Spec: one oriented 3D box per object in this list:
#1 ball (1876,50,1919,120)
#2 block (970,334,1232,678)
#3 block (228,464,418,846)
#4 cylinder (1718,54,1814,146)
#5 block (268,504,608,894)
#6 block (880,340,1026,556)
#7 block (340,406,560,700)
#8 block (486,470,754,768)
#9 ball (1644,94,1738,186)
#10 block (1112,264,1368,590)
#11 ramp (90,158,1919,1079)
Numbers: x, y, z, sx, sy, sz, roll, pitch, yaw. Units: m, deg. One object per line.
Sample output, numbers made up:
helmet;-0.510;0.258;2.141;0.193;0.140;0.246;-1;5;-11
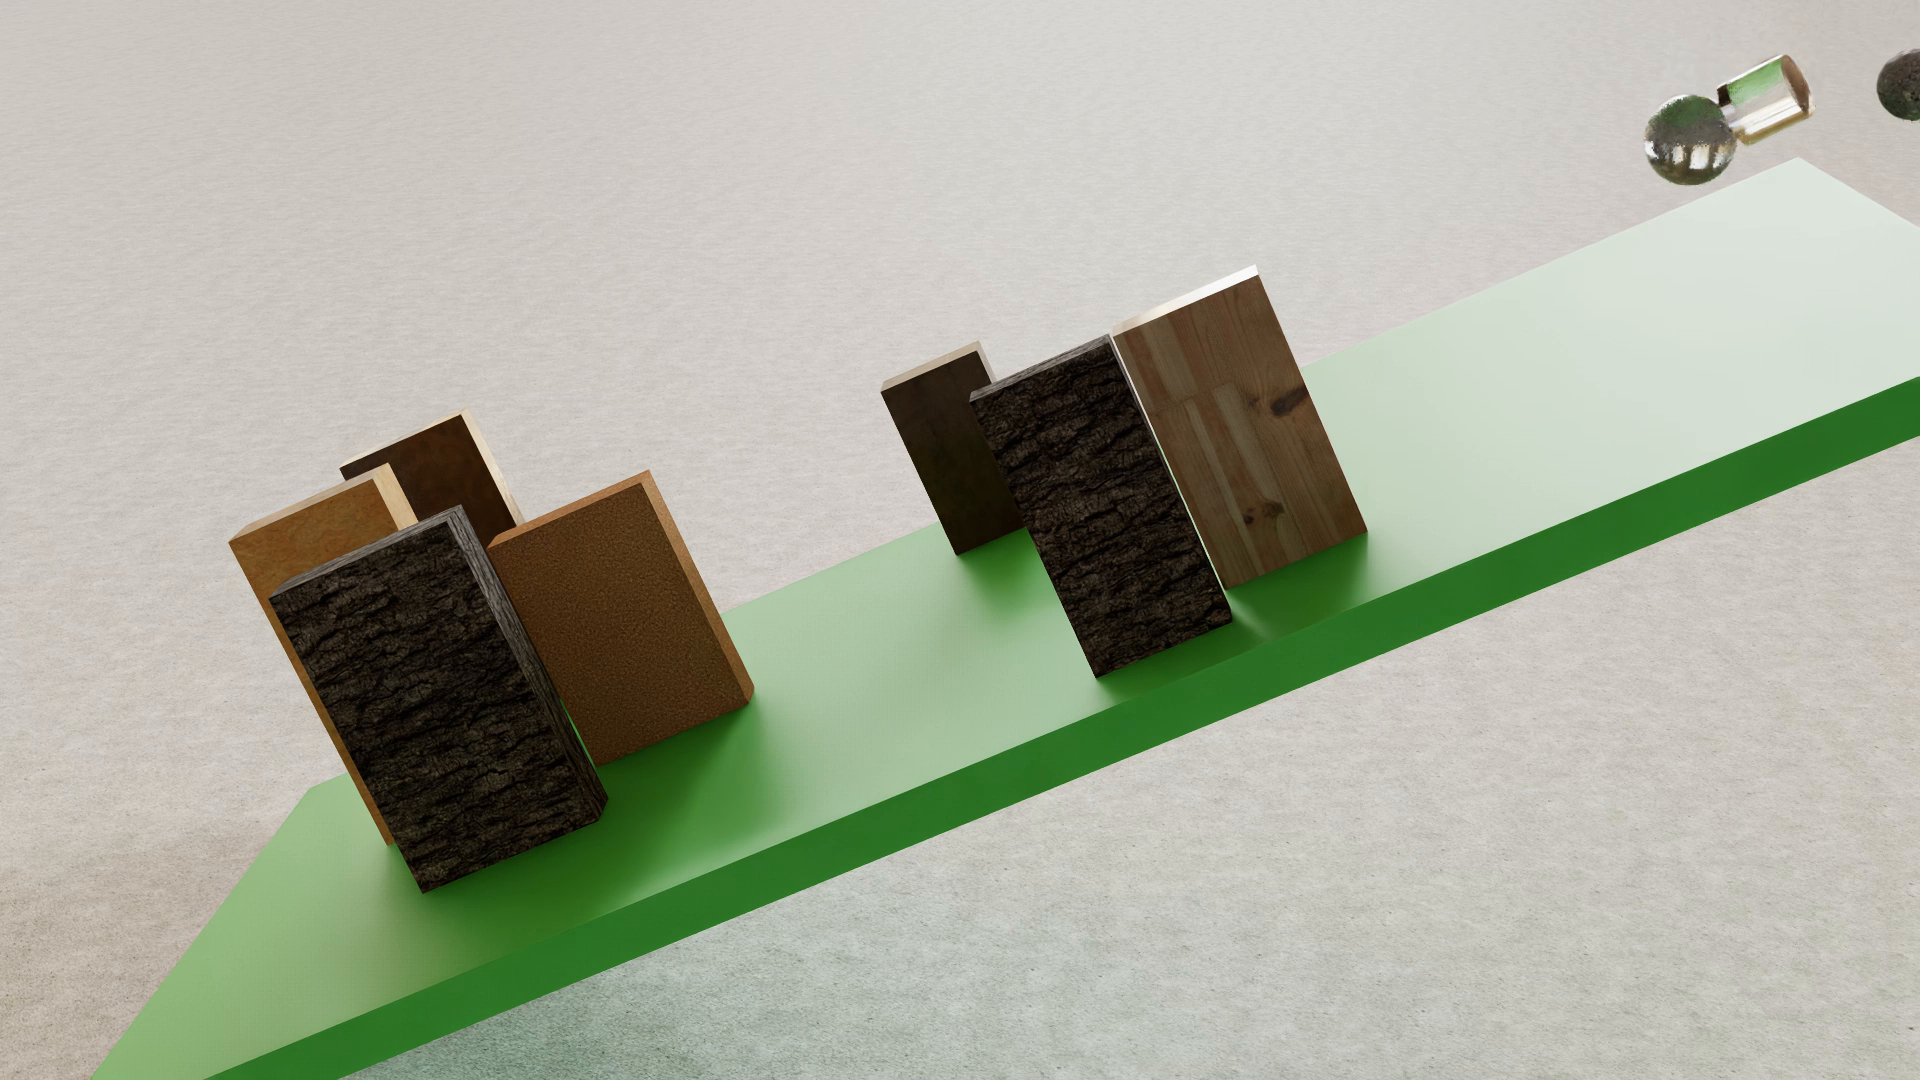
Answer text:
ball;1.874;-0.894;5.780;0.139;0.139;0.139;0;15;0
block;0.263;-0.061;5.438;0.277;0.575;0.086;-23;13;8
block;-1.279;0.258;6.574;0.360;0.772;0.146;-23;13;8
cylinder;1.573;-0.858;5.740;0.134;0.134;0.134;-25;-1;34
block;-1.070;0.330;6.066;0.408;0.696;0.136;-23;13;8
block;0.017;-0.214;6.846;0.244;0.426;0.118;-23;13;8
block;-1.197;0.079;7.213;0.334;0.741;0.084;-23;13;8
block;-0.738;0.173;6.430;0.373;0.543;0.116;-23;13;8
ball;1.453;-0.796;5.850;0.182;0.182;0.182;0;15;0
block;0.535;-0.213;5.619;0.296;0.541;0.106;-23;13;8
ramp;0.132;0.170;6.284;4.000;0.100;2.000;-23;13;8
